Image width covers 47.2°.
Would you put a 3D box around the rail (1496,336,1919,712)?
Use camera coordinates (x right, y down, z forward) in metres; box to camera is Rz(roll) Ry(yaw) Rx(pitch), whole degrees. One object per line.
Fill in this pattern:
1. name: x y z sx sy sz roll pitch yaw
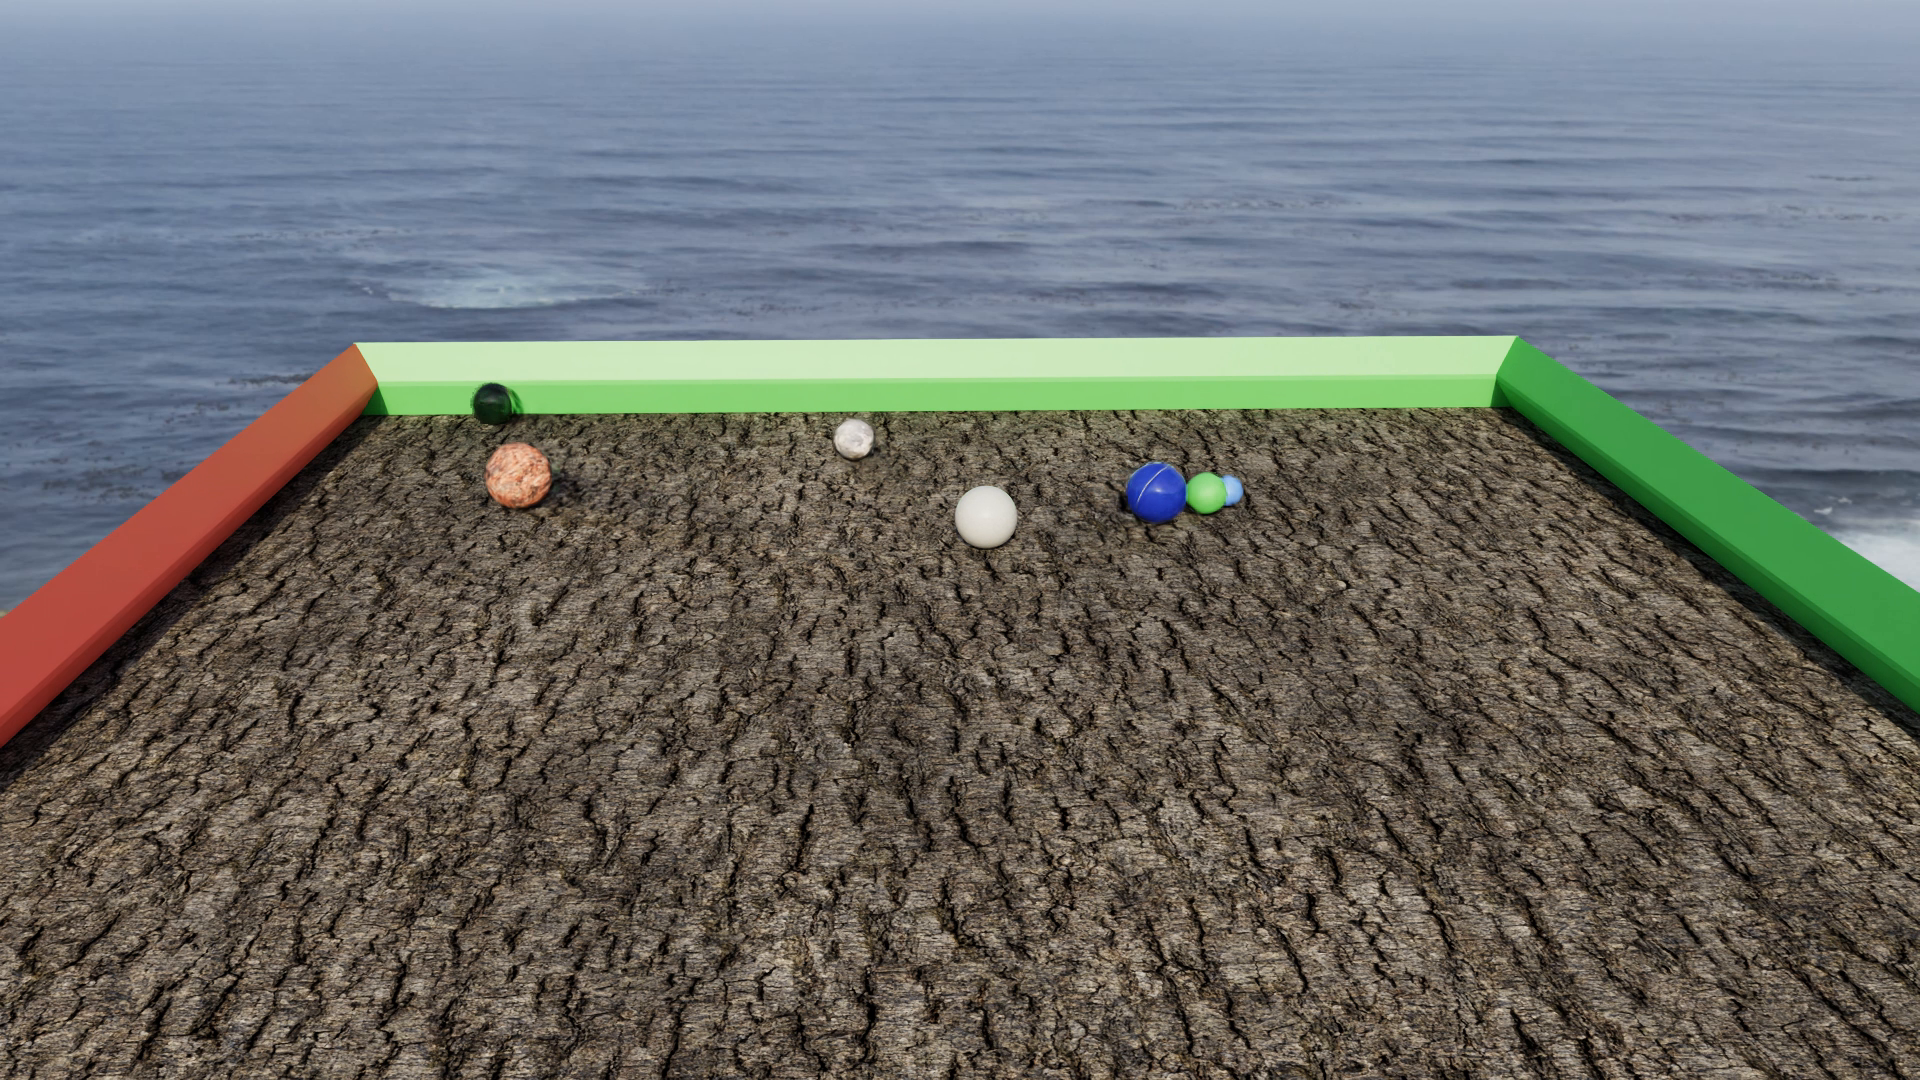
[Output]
1. rail: 0.999 0.222 1.935 0.045 0.122 3.852 -1 15 -2

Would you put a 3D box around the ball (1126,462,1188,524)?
1. ball: 0.273 -0.065 3.046 0.086 0.086 0.086 0 15 0

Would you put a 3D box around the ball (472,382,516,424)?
1. ball: -0.776 -0.228 3.664 0.071 0.071 0.071 0 15 0

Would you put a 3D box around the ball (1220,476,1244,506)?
1. ball: 0.383 -0.069 3.141 0.044 0.044 0.044 0 15 0

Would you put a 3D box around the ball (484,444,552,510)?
1. ball: -0.627 -0.090 3.121 0.094 0.094 0.094 0 15 0

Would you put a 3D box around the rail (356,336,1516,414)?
1. rail: -0.032 -0.276 3.735 1.981 0.122 0.045 -1 15 -2

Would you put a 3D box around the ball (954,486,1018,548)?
1. ball: 0.035 -0.030 2.923 0.084 0.084 0.084 0 15 0

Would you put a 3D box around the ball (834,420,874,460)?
1. ball: -0.164 -0.156 3.415 0.063 0.063 0.063 0 15 0

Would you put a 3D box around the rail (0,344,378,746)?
1. rail: -0.933 0.240 1.872 0.045 0.122 3.852 -1 15 -2

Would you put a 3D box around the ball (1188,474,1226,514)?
1. ball: 0.347 -0.065 3.098 0.058 0.058 0.058 0 15 0
